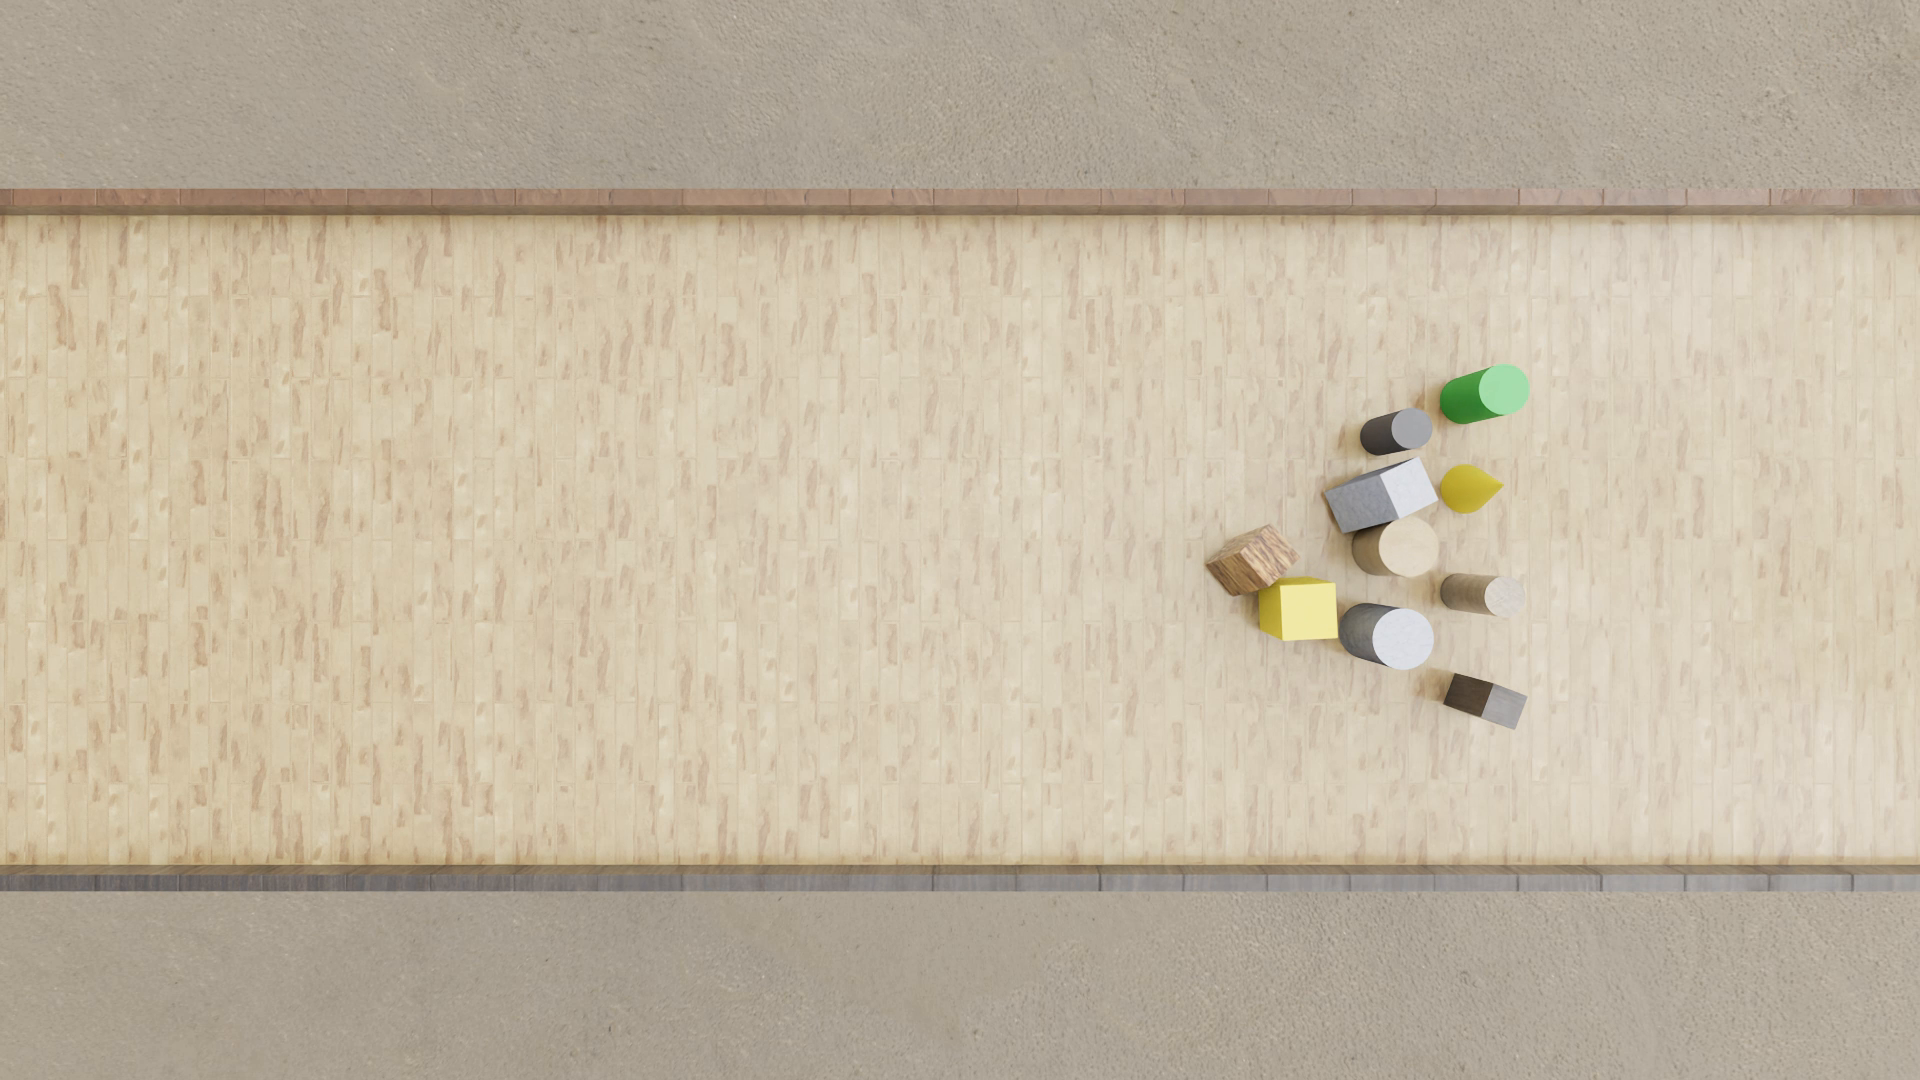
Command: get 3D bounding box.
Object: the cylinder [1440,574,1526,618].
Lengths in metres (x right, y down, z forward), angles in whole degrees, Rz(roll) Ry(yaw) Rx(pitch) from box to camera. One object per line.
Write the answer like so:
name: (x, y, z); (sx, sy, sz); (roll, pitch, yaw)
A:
cylinder: (1.535, 0.160, 4.861); (0.116, 0.432, 0.116); (0, 90, 0)

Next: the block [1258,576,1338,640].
block: (0.998, 0.200, 4.897); (0.157, 0.355, 0.157); (-3, 92, 0)

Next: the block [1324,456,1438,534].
block: (1.244, -0.130, 4.890); (0.138, 0.347, 0.138); (-24, 90, -16)

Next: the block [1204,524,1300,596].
block: (0.866, 0.063, 4.906); (0.131, 0.319, 0.131); (-41, 91, -12)

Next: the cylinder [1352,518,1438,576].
cylinder: (1.291, 0.022, 4.909); (0.172, 0.333, 0.172); (0, 89, 0)

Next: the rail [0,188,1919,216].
rail: (-2.247, -1.025, 5.002); (12.000, 0.150, 0.050); (0, 90, 0)

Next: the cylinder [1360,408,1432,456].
cylinder: (1.290, -0.319, 4.891); (0.118, 0.370, 0.118); (0, 90, 0)

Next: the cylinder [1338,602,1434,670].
cylinder: (1.252, 0.280, 4.868); (0.173, 0.418, 0.173); (0, 90, 0)

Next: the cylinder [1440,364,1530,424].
cylinder: (1.549, -0.429, 4.885); (0.145, 0.383, 0.145); (0, 90, 0)

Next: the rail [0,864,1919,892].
rail: (-2.247, 1.025, 5.001); (12.000, 0.150, 0.050); (0, 90, 0)

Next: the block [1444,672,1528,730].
block: (1.554, 0.476, 4.891); (0.104, 0.370, 0.104); (21, 90, 0)

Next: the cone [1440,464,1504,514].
cone: (1.555, -0.157, 4.893); (0.151, 0.367, 0.151); (0, 90, 0)
